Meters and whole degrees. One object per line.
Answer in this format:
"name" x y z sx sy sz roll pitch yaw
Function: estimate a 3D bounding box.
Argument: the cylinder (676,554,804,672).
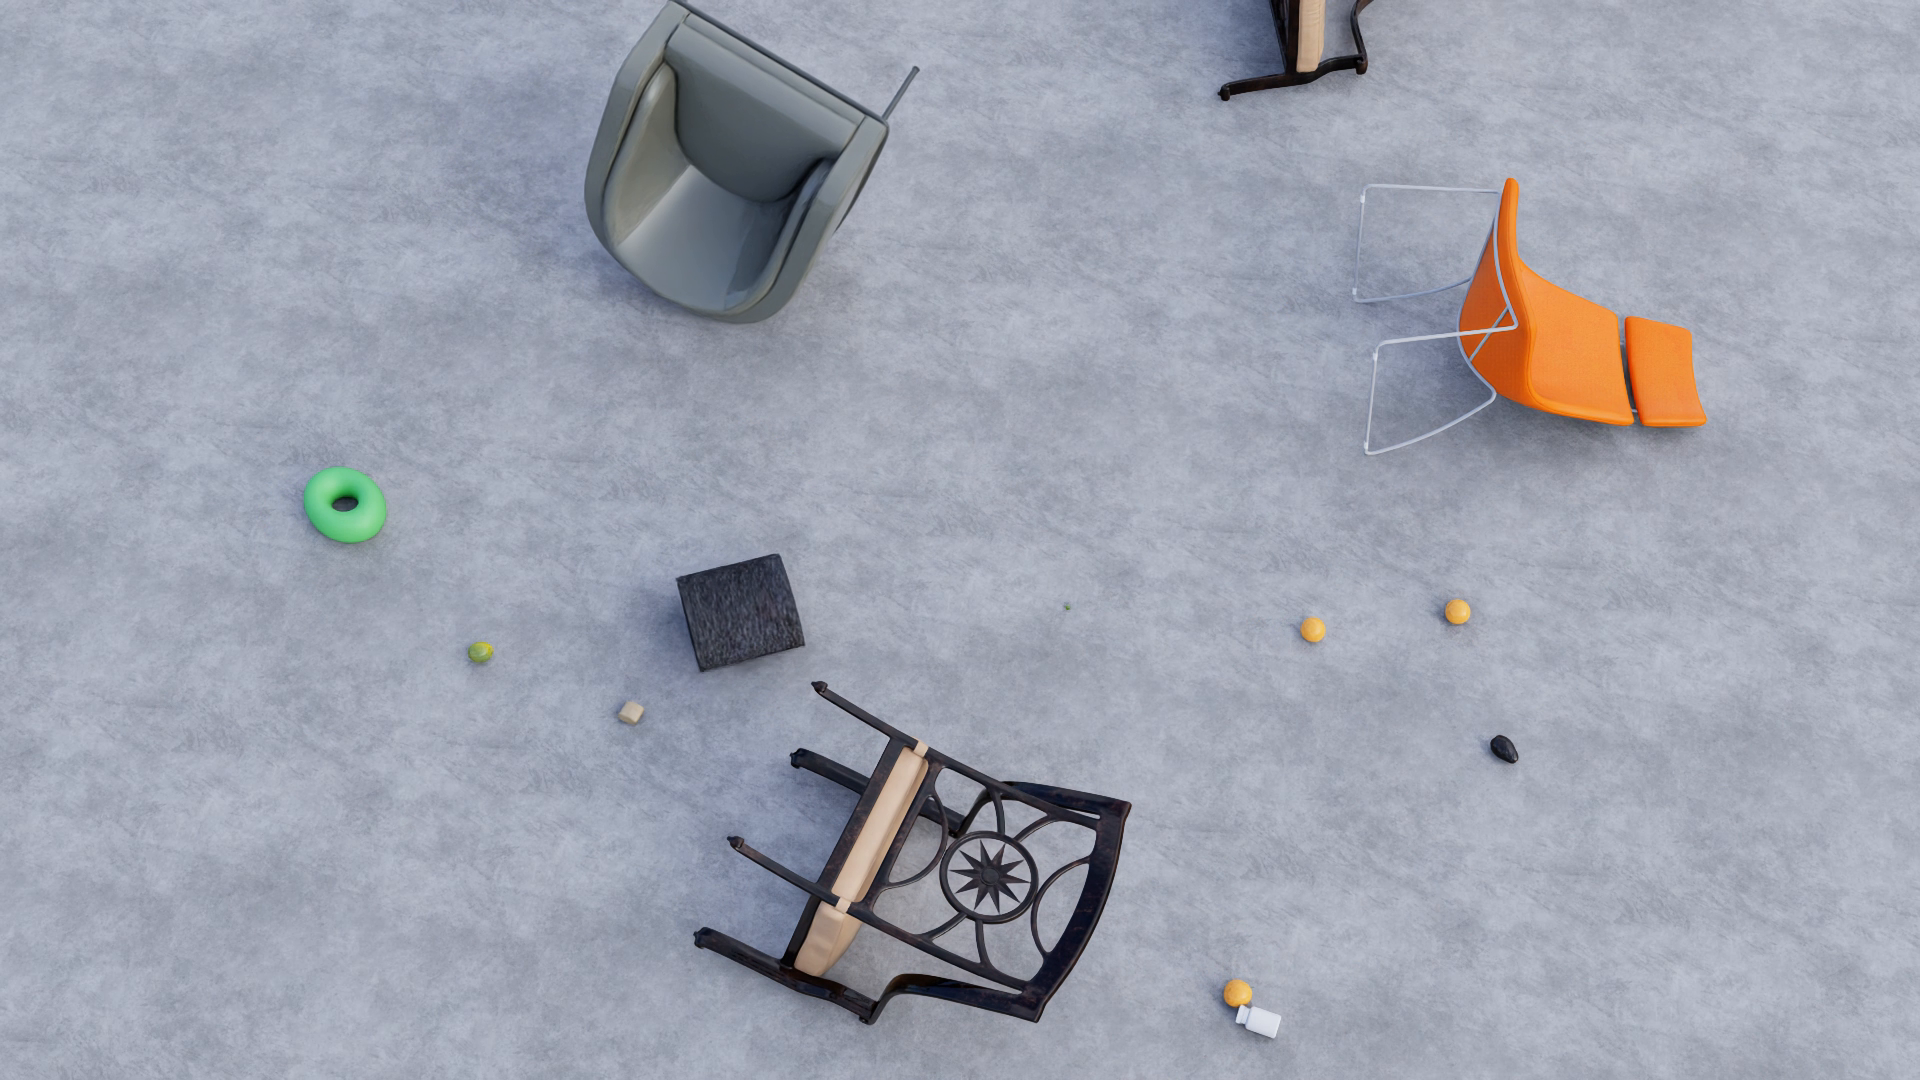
"cylinder" -0.633 0.205 6.323 0.304 0.186 0.320 -14 52 -9

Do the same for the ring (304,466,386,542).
"ring" -1.840 -0.106 6.581 0.282 0.109 0.220 39 63 24
